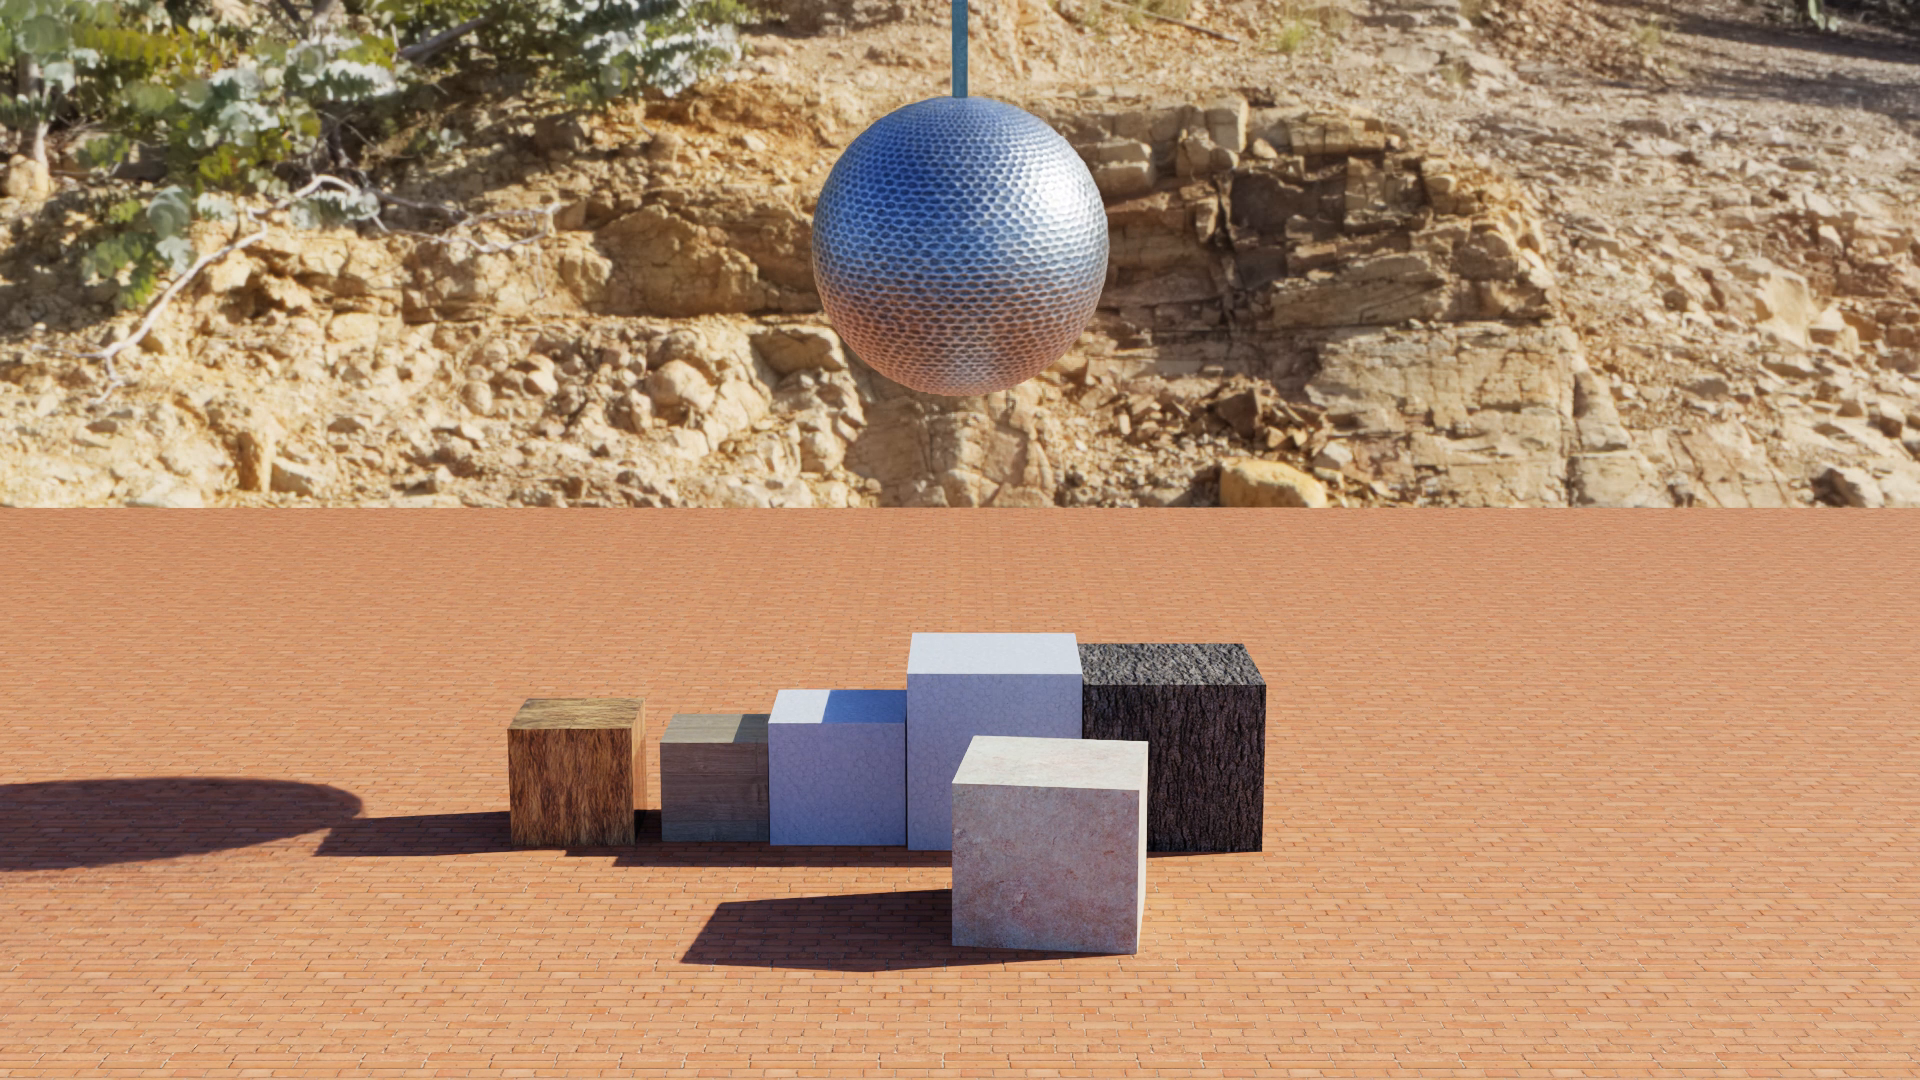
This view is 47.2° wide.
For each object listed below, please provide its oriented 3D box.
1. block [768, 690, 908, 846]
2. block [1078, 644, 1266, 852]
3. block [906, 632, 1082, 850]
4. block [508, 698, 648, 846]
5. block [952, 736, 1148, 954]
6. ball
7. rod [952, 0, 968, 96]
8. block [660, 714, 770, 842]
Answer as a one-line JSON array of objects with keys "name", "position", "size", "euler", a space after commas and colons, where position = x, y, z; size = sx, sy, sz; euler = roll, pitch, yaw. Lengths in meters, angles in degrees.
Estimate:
[{"name": "block", "position": [-0.616, 1.166, 11.373], "size": [0.685, 0.636, 0.678], "euler": [0, 10, 0]}, {"name": "block", "position": [1.063, 1.055, 11.368], "size": [0.899, 0.858, 0.911], "euler": [0, 10, 0]}, {"name": "block", "position": [0.176, 1.026, 11.380], "size": [0.867, 0.910, 0.910], "euler": [0, 10, 1]}, {"name": "block", "position": [-1.961, 1.187, 11.339], "size": [0.617, 0.609, 0.615], "euler": [0, 10, -2]}, {"name": "block", "position": [0.420, 1.365, 9.974], "size": [0.815, 0.746, 0.781], "euler": [1, 10, 7]}, {"name": "ball", "position": [0.000, -1.569, 11.778], "size": [1.600, 1.600, 1.600], "euler": [0, 10, 0]}, {"name": "rod", "position": [0.000, -4.791, 10.692], "size": [0.080, 5.200, 0.080], "euler": [0, 19, 0]}, {"name": "block", "position": [-1.240, 1.224, 11.388], "size": [0.543, 0.518, 0.565], "euler": [0, 10, 0]}]
